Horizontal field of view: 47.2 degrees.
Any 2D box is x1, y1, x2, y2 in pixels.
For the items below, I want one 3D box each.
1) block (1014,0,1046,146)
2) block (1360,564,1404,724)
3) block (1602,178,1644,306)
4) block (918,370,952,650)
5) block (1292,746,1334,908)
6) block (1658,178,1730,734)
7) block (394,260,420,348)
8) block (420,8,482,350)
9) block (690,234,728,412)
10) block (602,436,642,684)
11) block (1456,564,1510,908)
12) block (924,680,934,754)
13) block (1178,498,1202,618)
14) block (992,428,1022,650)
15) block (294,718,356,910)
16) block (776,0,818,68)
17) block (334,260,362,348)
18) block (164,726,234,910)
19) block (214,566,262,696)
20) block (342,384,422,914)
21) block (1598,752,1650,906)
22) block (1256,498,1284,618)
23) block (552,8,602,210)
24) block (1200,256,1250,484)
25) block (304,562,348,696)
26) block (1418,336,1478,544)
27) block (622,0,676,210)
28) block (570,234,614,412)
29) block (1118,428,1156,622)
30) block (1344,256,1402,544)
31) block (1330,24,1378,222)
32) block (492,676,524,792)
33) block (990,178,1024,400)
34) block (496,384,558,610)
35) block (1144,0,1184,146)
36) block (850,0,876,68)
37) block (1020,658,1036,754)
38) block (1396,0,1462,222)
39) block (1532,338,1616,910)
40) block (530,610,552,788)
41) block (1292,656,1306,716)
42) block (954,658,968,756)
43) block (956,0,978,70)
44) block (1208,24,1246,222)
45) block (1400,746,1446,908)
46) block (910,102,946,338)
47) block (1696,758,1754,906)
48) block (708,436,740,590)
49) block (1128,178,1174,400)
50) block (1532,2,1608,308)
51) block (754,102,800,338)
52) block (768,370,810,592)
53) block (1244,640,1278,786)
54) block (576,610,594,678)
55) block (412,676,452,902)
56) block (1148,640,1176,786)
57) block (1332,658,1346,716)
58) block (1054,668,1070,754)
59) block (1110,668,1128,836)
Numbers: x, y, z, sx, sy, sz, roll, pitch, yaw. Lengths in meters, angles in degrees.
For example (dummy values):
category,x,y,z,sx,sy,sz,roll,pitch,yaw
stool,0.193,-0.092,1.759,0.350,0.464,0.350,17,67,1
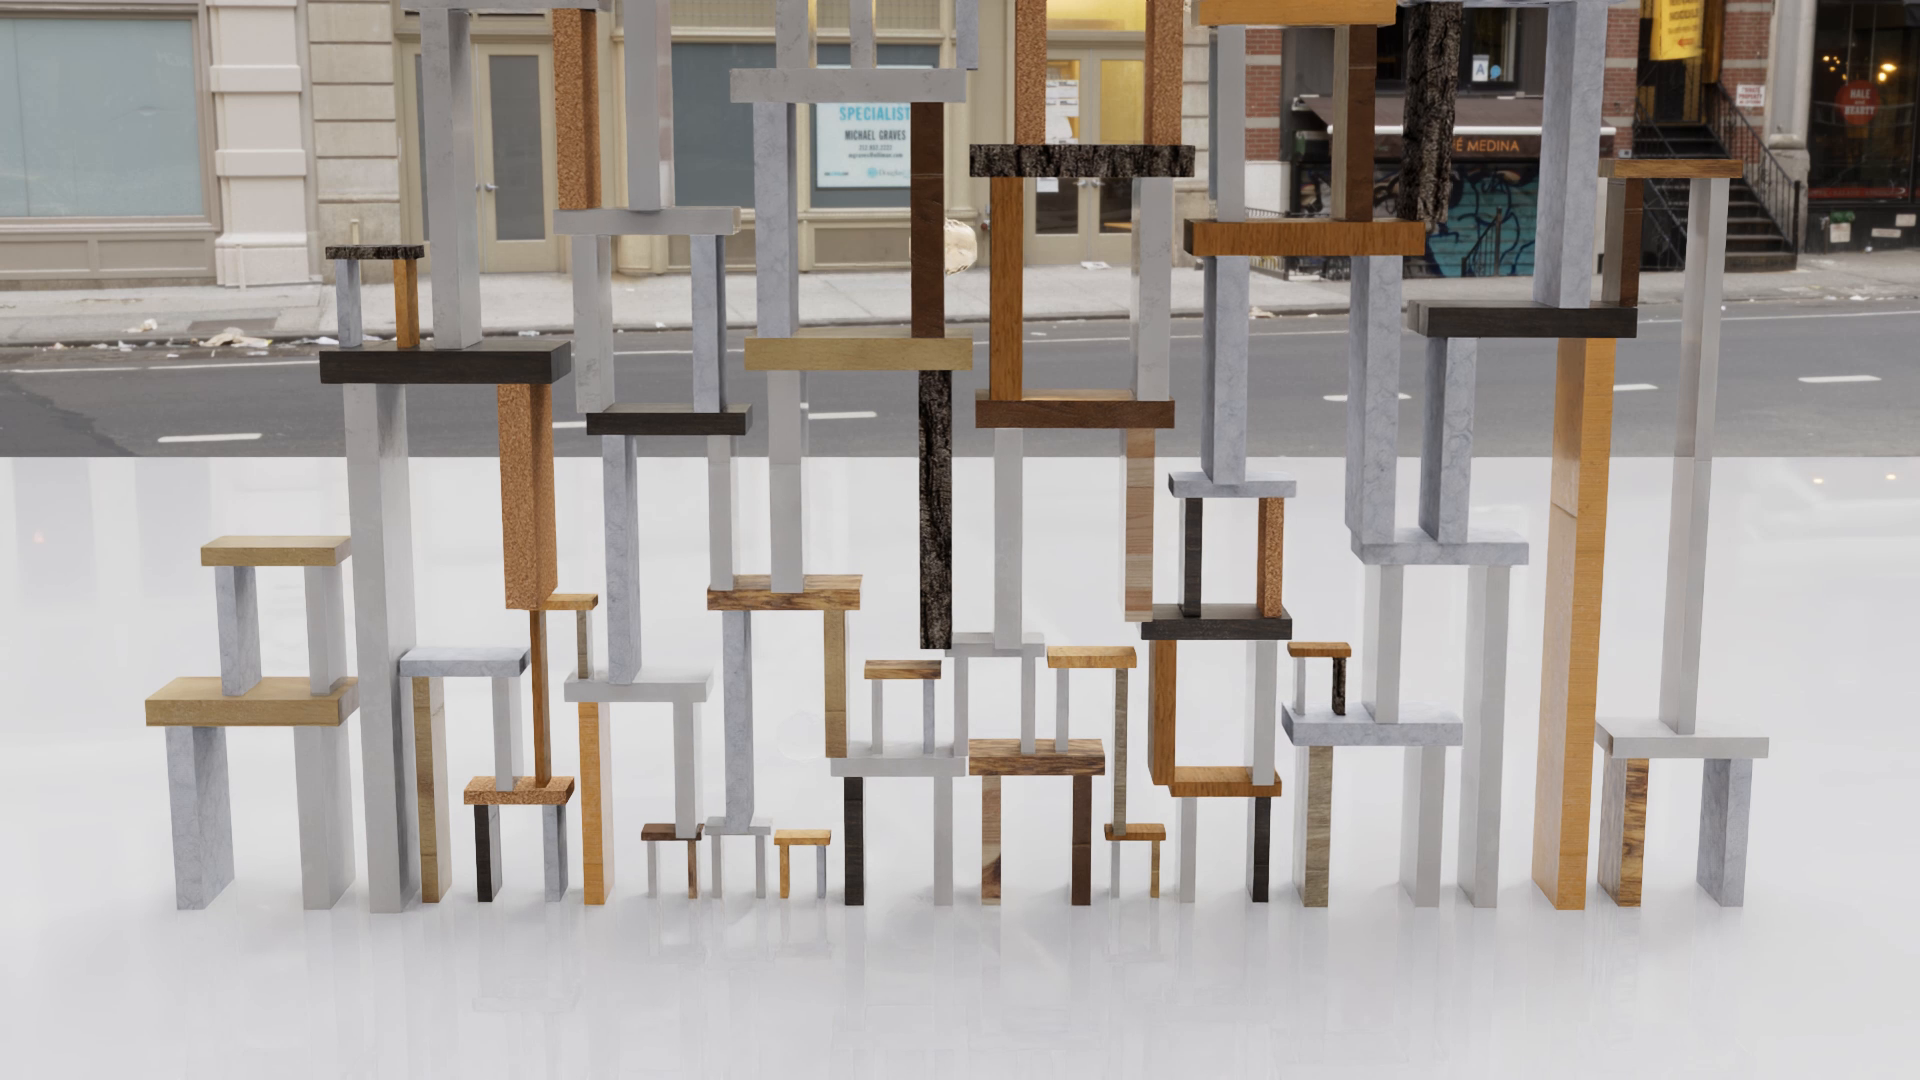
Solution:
category,x,y,z,sx,sy,sz,roll,pitch,yaw
block,0.109,-0.773,3.418,0.044,0.311,0.156,0,11,0
block,0.688,0.155,3.584,0.037,0.260,0.130,0,11,0
block,1.046,-0.472,3.474,0.028,0.199,0.099,0,11,0
block,-0.038,-0.061,3.551,0.050,0.446,0.177,0,11,0
block,0.584,0.455,3.647,0.039,0.274,0.137,0,11,0
block,1.179,-0.131,3.537,0.028,0.891,0.099,0,11,0
block,-0.878,-0.378,3.488,0.020,0.138,0.069,0,11,0
block,-0.800,-0.566,3.460,0.043,0.518,0.151,0,11,0
block,-0.398,-0.349,3.498,0.039,0.277,0.139,0,11,0
block,-0.546,0.022,3.560,0.035,0.404,0.125,0,11,0
block,0.859,0.309,3.614,0.037,0.572,0.130,0,11,0
block,-0.051,0.282,3.611,0.018,0.125,0.063,0,11,0
block,0.373,0.020,3.564,0.028,0.194,0.097,0,11,0
block,0.076,-0.015,3.551,0.044,0.355,0.155,0,11,0
block,-1.051,0.438,3.641,0.044,0.310,0.155,0,11,0
block,-0.253,-0.904,3.393,0.049,0.349,0.175,0,11,0
block,-0.969,-0.378,3.488,0.020,0.138,0.069,0,11,0
block,-1.257,0.438,3.641,0.044,0.310,0.155,0,11,0
block,-1.176,0.137,3.584,0.030,0.214,0.107,0,11,0
block,-0.934,0.166,3.586,0.051,0.865,0.180,0,11,0
block,1.099,0.466,3.646,0.036,0.252,0.126,0,11,0
block,0.503,0.019,3.564,0.028,0.194,0.097,0,11,0
block,-0.598,-0.672,3.440,0.043,0.301,0.151,0,11,0
block,0.422,-0.279,3.513,0.050,0.356,0.178,0,10,0
block,-1.033,0.137,3.585,0.030,0.214,0.107,0,11,0
block,0.780,-0.169,3.526,0.046,0.325,0.162,1,10,0
block,-0.485,-0.800,3.412,0.049,0.562,0.175,0,11,0
block,-0.583,-0.349,3.498,0.039,0.277,0.139,0,11,0
block,0.284,-0.036,3.548,0.044,0.311,0.155,0,11,0
block,0.660,-0.233,3.518,0.050,0.452,0.178,0,11,1
block,0.615,-0.651,3.437,0.042,0.297,0.149,0,11,1
block,-0.744,0.307,3.620,0.027,0.193,0.096,0,11,0
block,0.072,-0.402,3.484,0.049,0.344,0.172,0,11,0
block,-0.695,-0.083,3.540,0.051,0.359,0.180,0,10,0
block,0.317,-0.773,3.420,0.044,0.311,0.156,0,11,0
block,-0.150,-0.851,3.400,0.034,0.242,0.121,0,11,0
block,0.111,0.262,3.604,0.023,0.163,0.081,0,11,0
block,0.732,-0.667,3.435,0.047,0.331,0.166,2,11,0
block,0.998,0.130,3.586,0.046,0.934,0.162,0,11,0
block,-0.688,0.255,3.608,0.016,0.298,0.057,0,11,0
block,0.556,0.234,3.607,0.014,0.098,0.049,0,11,0
block,0.002,0.263,3.605,0.023,0.165,0.081,0,11,0
block,0.012,-0.851,3.398,0.034,0.242,0.121,0,11,0
block,0.417,-0.650,3.439,0.042,0.297,0.148,-1,11,1
block,0.766,0.455,3.647,0.039,0.274,0.137,0,11,0
block,-0.049,-0.506,3.469,0.051,0.359,0.180,0,11,0
block,1.267,0.466,3.646,0.036,0.252,0.126,0,11,0
block,-0.380,-0.054,3.547,0.035,0.250,0.125,0,10,0
block,0.302,-0.402,3.485,0.049,0.344,0.172,0,11,0
block,0.955,-0.602,3.450,0.047,0.463,0.166,1,11,0
block,-0.289,-0.507,3.471,0.051,0.359,0.180,0,11,0
block,-0.274,-0.106,3.544,0.050,0.355,0.177,0,10,0
block,0.492,0.268,3.607,0.034,0.242,0.121,0,11,0
block,-0.612,0.164,3.591,0.016,0.113,0.057,0,10,0
block,-0.872,0.401,3.637,0.027,0.384,0.096,0,11,0
block,0.331,0.269,3.607,0.034,0.242,0.121,0,11,0
block,0.621,0.234,3.606,0.014,0.098,0.049,0,10,1
block,0.167,0.271,3.608,0.020,0.143,0.072,0,11,0
block,0.262,0.340,3.621,0.020,0.283,0.072,0,11,0
